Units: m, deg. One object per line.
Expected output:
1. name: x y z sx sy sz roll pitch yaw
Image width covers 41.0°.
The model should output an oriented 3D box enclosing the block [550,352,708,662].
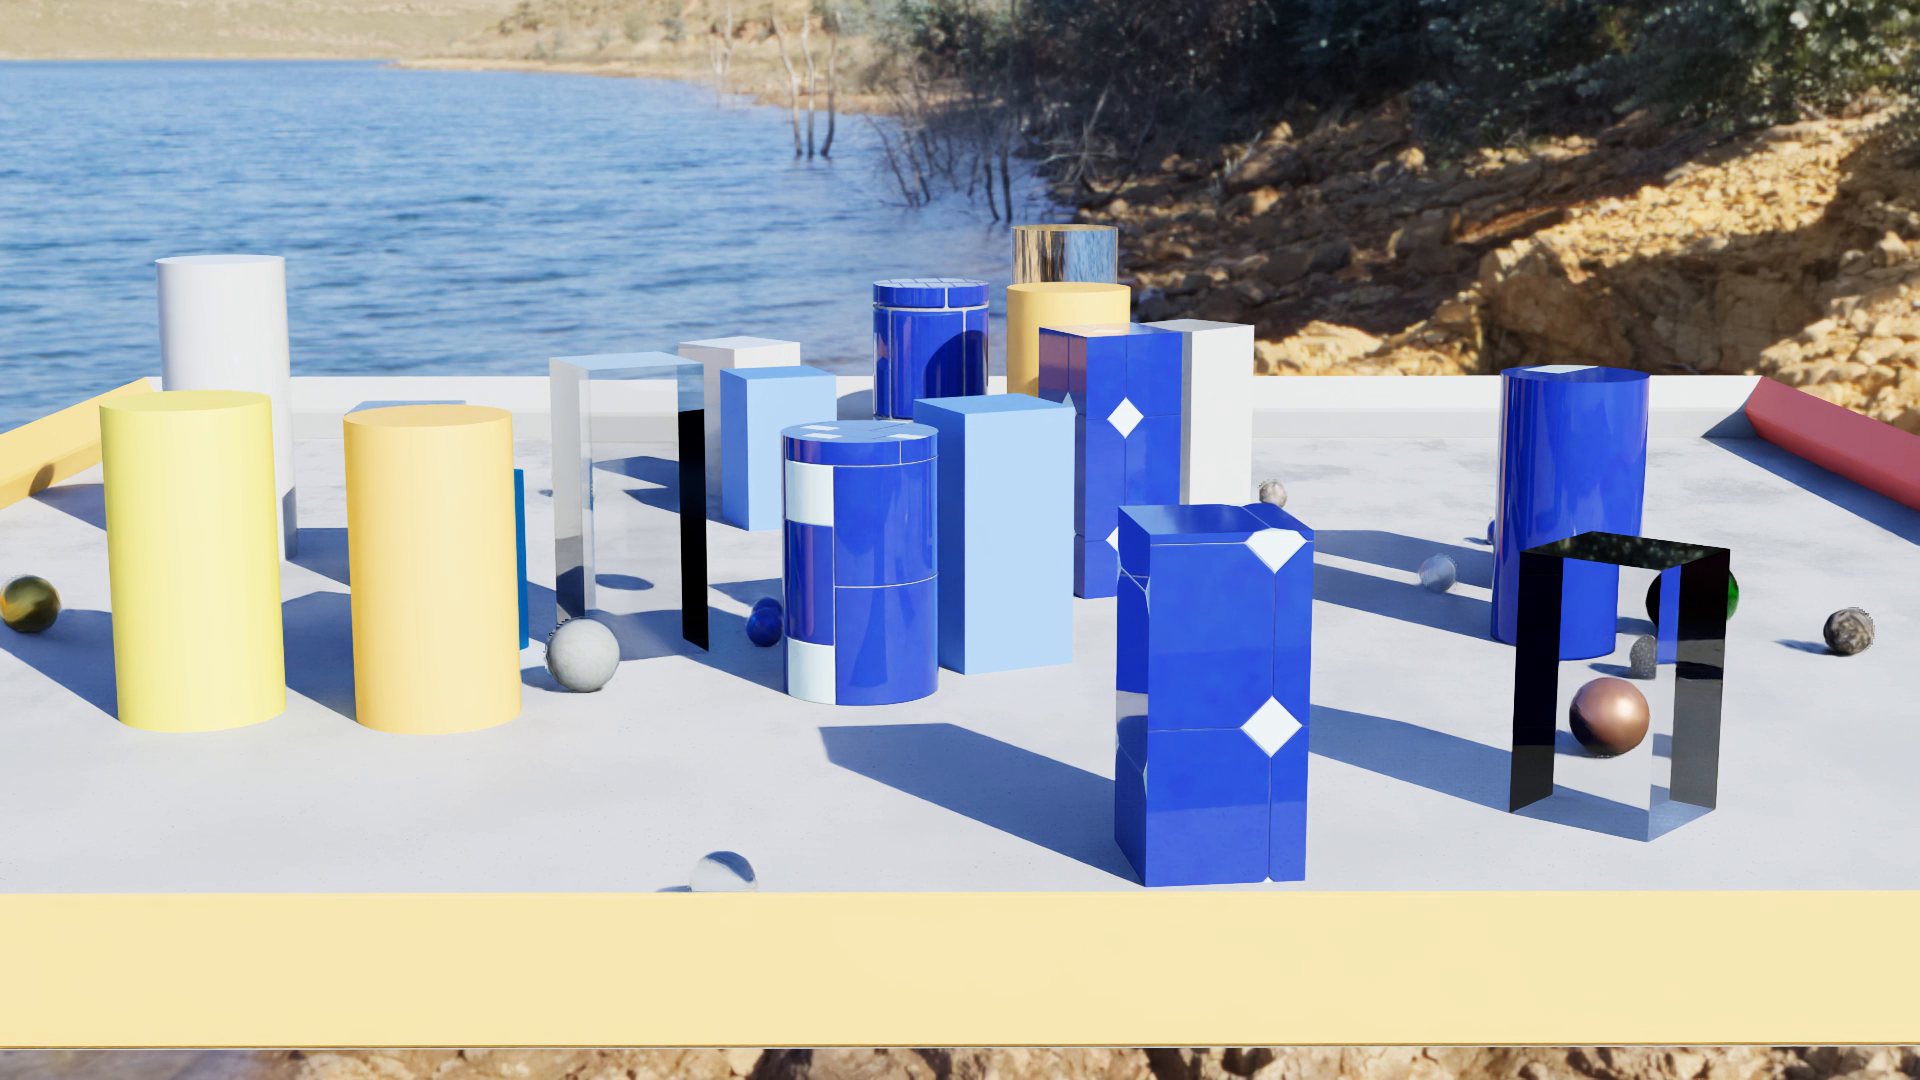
1. block: -0.412 -0.044 3.193 0.146 0.361 0.146 -6 12 -27

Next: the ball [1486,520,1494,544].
1. ball: 0.821 -0.013 3.894 0.043 0.043 0.043 0 11 0

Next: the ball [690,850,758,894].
1. ball: -0.203 0.296 2.205 0.058 0.058 0.058 0 11 0

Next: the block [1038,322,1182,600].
1. block: 0.206 -0.113 3.568 0.146 0.360 0.146 -5 12 -24

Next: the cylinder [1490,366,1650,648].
1. cylinder: 0.770 -0.042 3.244 0.183 0.339 0.183 0 11 0

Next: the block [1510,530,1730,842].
1. block: 0.641 0.138 2.494 0.146 0.261 0.146 9 14 40

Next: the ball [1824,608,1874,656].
1. ball: 1.099 0.114 3.175 0.058 0.058 0.058 0 11 0

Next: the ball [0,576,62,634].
1. ball: -1.193 0.083 3.292 0.075 0.075 0.075 0 11 0

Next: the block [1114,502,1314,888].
1. block: 0.228 0.137 2.338 0.146 0.320 0.146 -1 11 -7

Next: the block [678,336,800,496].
1. block: -0.376 -0.212 4.387 0.146 0.252 0.146 10 15 43

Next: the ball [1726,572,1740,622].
1. ball: 0.959 0.071 3.312 0.091 0.091 0.091 0 11 0

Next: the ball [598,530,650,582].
1. ball: -0.473 0.023 3.622 0.072 0.072 0.072 0 11 0

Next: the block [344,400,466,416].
1. block: -0.780 -0.067 3.639 0.146 0.244 0.146 0 11 -3

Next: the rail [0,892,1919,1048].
1. rail: 0.009 0.316 1.928 3.142 0.119 0.045 0 11 0

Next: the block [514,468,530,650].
1. block: -0.637 0.031 3.163 0.146 0.226 0.146 4 11 22

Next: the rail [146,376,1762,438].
1. rail: -0.009 -0.255 4.972 3.142 0.119 0.045 0 11 0

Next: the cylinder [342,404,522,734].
1. cylinder: -0.587 0.029 2.863 0.183 0.339 0.183 0 11 0

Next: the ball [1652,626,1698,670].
1. ball: 0.863 0.131 3.097 0.054 0.054 0.054 0 11 0

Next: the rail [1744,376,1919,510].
1. rail: 1.547 0.029 3.459 0.045 0.119 3.144 0 11 0

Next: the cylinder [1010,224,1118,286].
1. cylinder: 0.178 -0.314 4.412 0.183 0.444 0.183 0 11 0

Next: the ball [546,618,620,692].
1. ball: -0.440 0.134 2.991 0.085 0.085 0.085 0 11 0

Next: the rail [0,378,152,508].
1. rail: -1.547 0.032 3.441 0.045 0.119 3.144 0 11 0

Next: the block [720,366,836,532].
1. block: -0.289 -0.148 4.083 0.146 0.239 0.146 -4 11 -21

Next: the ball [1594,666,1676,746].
1. ball: 0.726 0.179 2.759 0.084 0.084 0.084 0 11 0

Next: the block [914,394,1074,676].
1. block: 0.040 -0.011 3.141 0.146 0.315 0.146 -5 12 -25

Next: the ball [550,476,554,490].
1. ball: -0.665 -0.098 4.325 0.051 0.051 0.051 0 11 0

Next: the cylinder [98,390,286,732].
1. cylinder: -0.857 0.020 2.871 0.183 0.355 0.183 0 11 0

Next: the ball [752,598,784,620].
1. ball: -0.247 0.096 3.308 0.044 0.044 0.044 0 11 0

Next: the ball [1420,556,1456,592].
1. ball: 0.661 0.047 3.551 0.050 0.050 0.050 0 11 0

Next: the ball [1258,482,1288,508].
1. ball: 0.513 -0.072 4.201 0.046 0.046 0.046 0 11 0

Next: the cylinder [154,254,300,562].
1. cylinder: -1.078 -0.193 3.777 0.183 0.439 0.183 0 11 0

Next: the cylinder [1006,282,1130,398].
1. cylinder: 0.160 -0.180 3.830 0.183 0.394 0.183 0 11 0

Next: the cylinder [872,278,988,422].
1. cylinder: -0.046 -0.216 4.062 0.183 0.380 0.183 0 11 0

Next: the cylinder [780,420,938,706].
1. cylinder: -0.116 0.024 2.989 0.183 0.304 0.183 0 11 0

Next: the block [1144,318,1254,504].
1. block: 0.373 -0.200 4.184 0.146 0.303 0.146 -10 14 -41

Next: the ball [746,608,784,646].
1. ball: -0.244 0.110 3.222 0.049 0.049 0.049 0 11 0
